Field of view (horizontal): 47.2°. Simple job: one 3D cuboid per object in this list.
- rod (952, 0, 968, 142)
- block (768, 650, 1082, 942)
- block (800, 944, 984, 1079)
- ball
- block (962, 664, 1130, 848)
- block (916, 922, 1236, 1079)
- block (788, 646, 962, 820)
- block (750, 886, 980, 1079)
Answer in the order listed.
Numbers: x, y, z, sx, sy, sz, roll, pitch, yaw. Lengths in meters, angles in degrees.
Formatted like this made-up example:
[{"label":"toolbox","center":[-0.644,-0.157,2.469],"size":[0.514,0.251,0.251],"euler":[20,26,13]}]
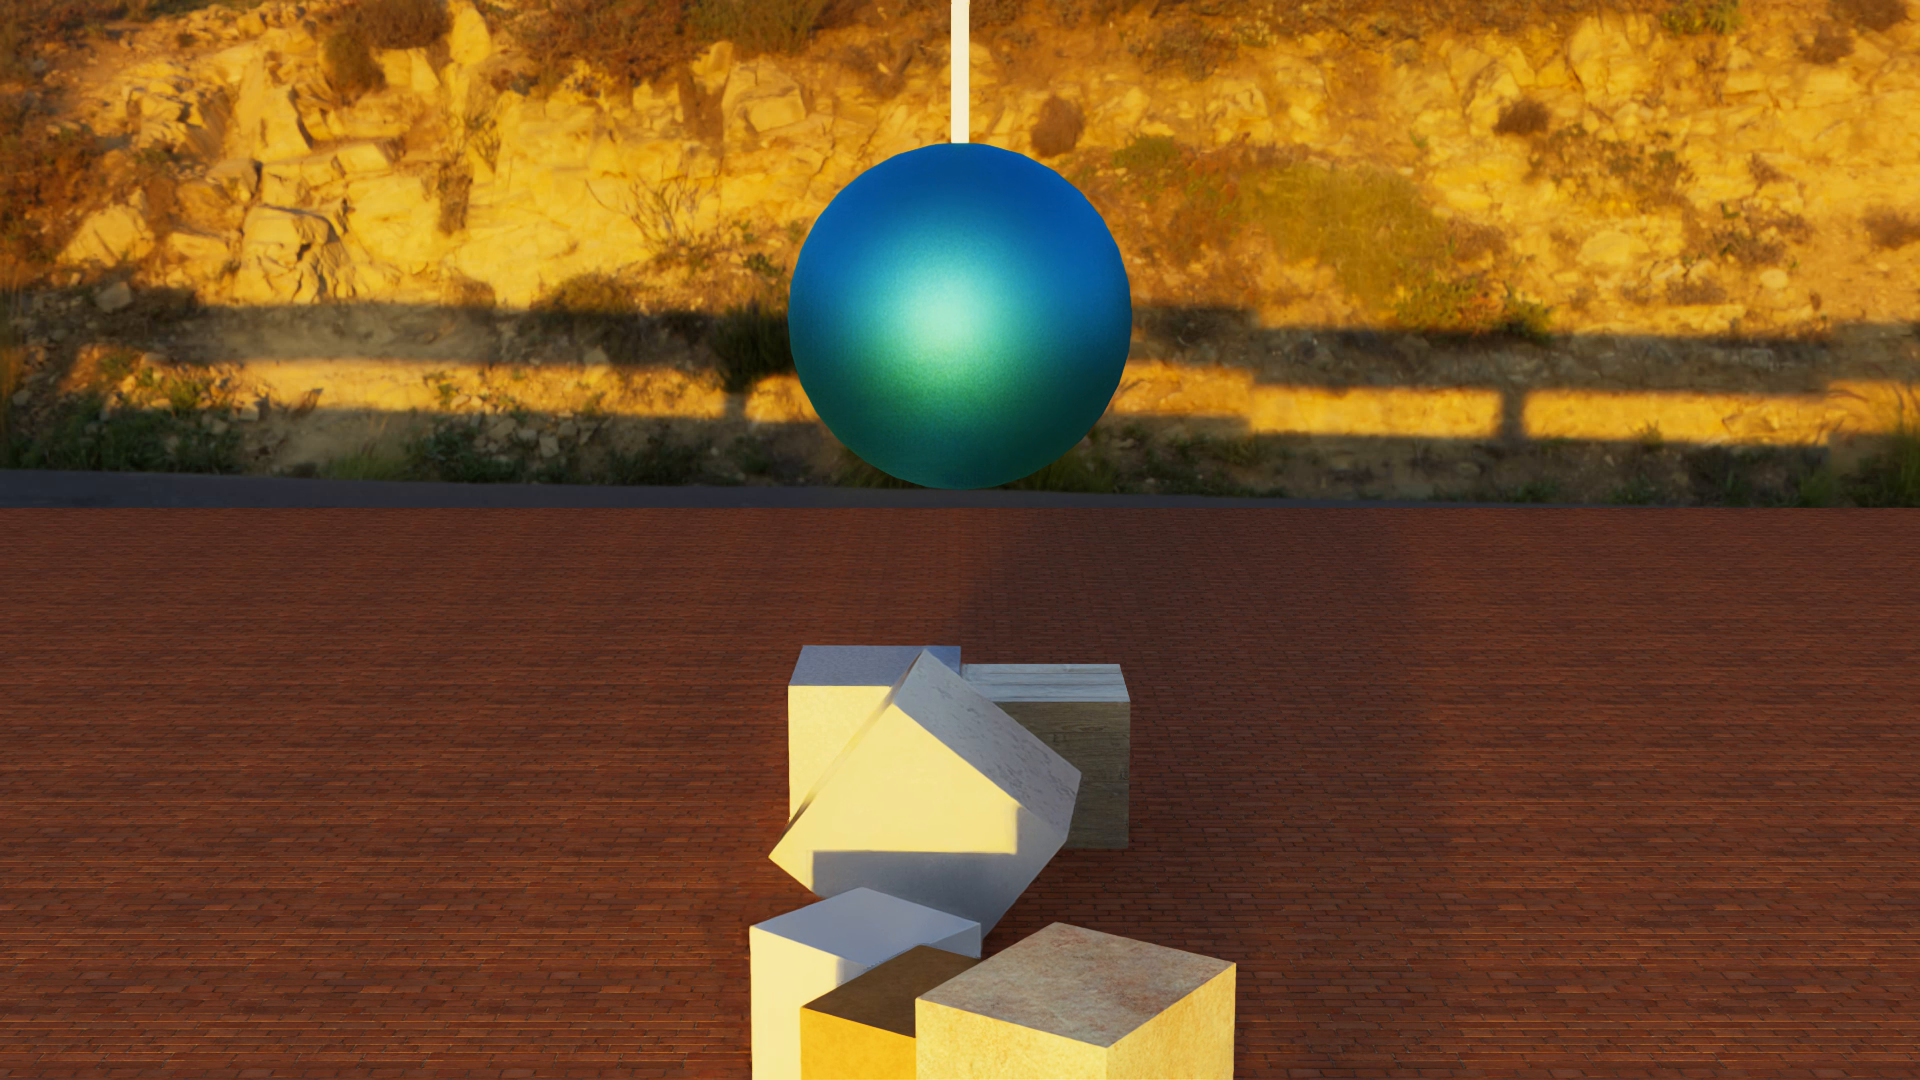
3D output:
[{"label":"rod","center":[0.000,-4.427,10.032],"size":[0.080,5.200,0.080],"euler":[0,3,0]},{"label":"block","center":[-0.124,1.189,9.571],"size":[0.911,0.858,0.989],"euler":[38,12,-1]},{"label":"block","center":[-0.093,1.859,7.556],"size":[0.598,0.639,0.701],"euler":[7,12,33]},{"label":"ball","center":[0.000,-1.031,10.201],"size":[1.600,1.600,1.600],"euler":[0,10,0]},{"label":"block","center":[0.428,1.104,11.364],"size":[0.836,0.761,0.793],"euler":[0,10,0]},{"label":"block","center":[0.380,1.829,7.093],"size":[0.689,0.863,0.829],"euler":[7,12,34]},{"label":"block","center":[-0.422,1.058,11.399],"size":[0.845,0.840,0.893],"euler":[0,10,1]},{"label":"block","center":[-0.351,1.741,8.251],"size":[0.622,0.623,0.593],"euler":[9,14,41]}]
